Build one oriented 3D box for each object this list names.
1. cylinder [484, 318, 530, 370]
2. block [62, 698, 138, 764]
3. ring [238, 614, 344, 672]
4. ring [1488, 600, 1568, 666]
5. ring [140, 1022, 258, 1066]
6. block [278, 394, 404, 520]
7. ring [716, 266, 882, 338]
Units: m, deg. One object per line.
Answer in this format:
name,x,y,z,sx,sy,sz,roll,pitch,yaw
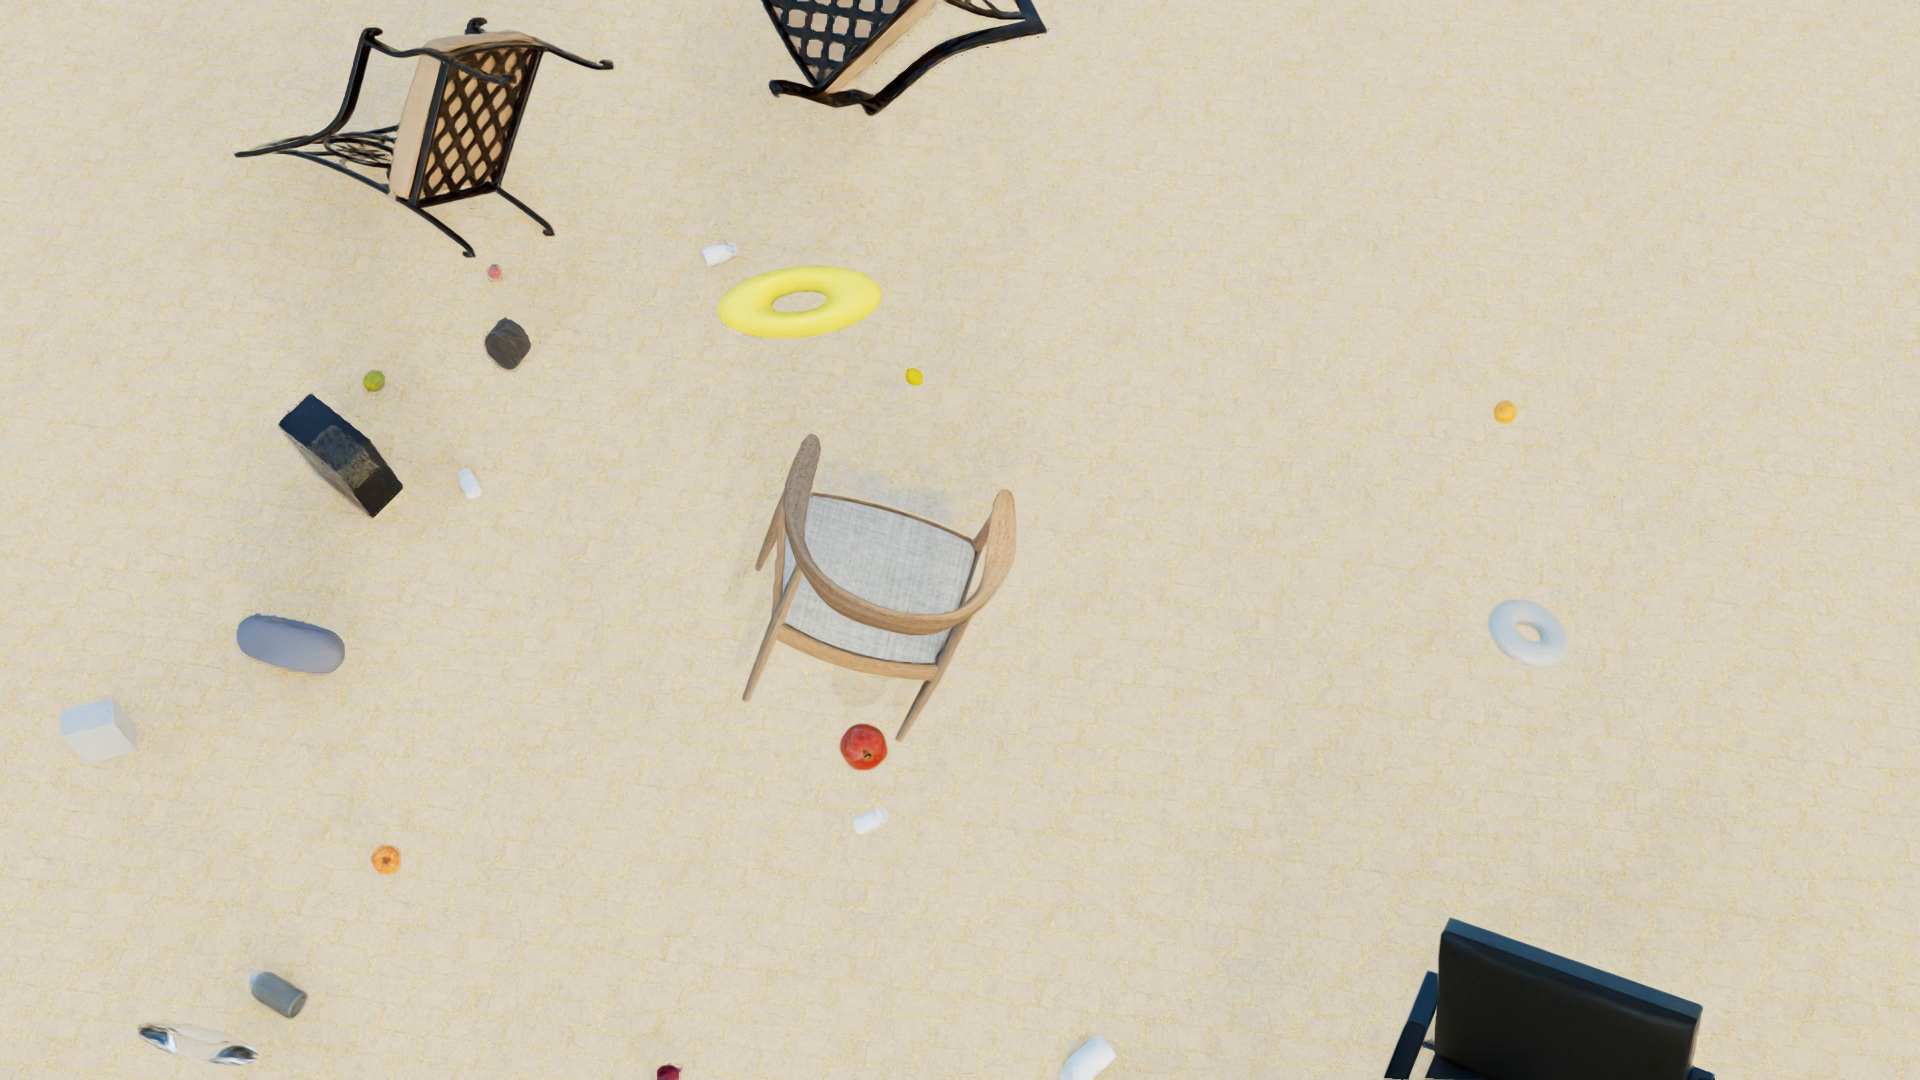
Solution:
cylinder,-1.417,-0.614,6.891,0.099,0.136,0.088,-15,31,31
block,-2.389,0.532,6.108,0.143,0.169,0.081,-14,57,-3
ring,-1.896,0.293,6.228,0.388,0.226,0.117,11,90,35
ring,1.423,0.232,5.504,0.211,0.046,0.230,29,42,10
ring,-1.916,1.266,5.534,0.308,0.188,0.048,13,89,5
block,-1.840,-0.248,6.548,0.264,0.302,0.133,35,73,21
ring,-0.447,-0.662,6.114,0.465,0.159,0.194,-6,85,4
